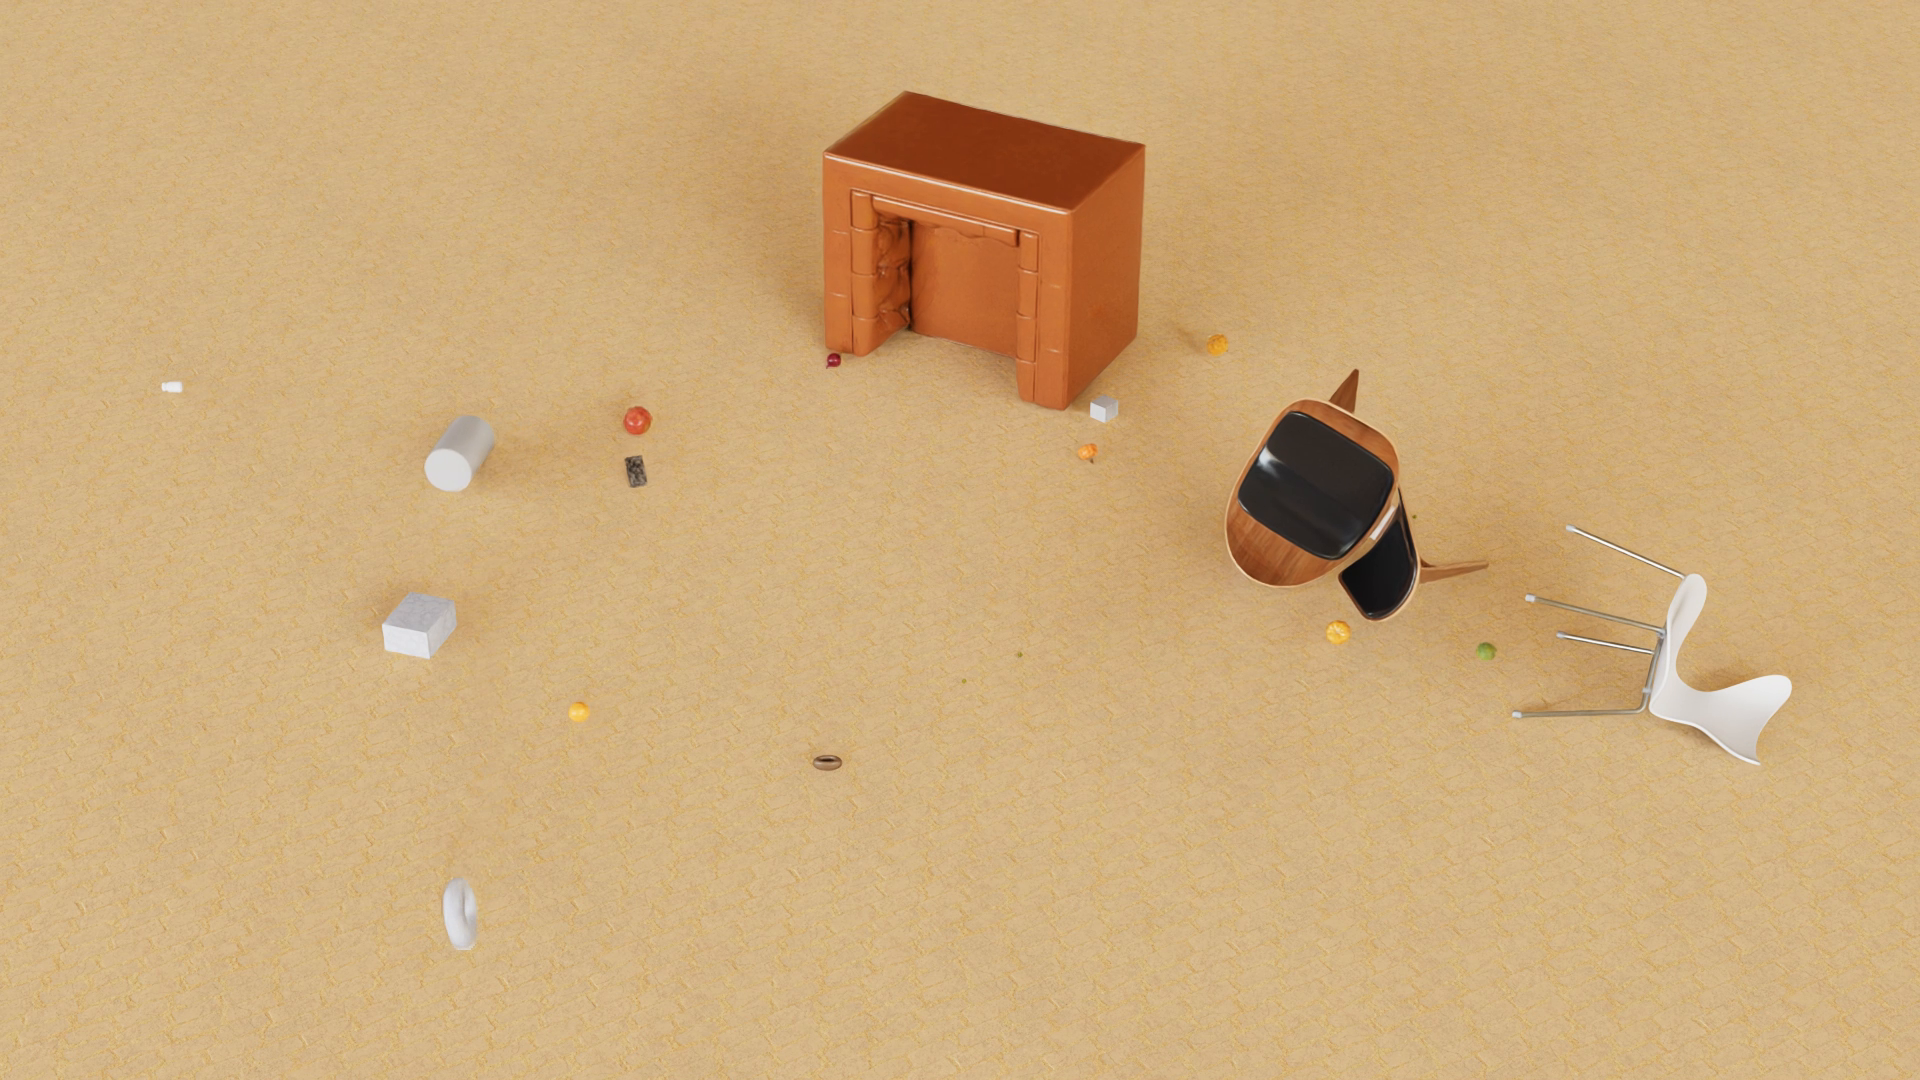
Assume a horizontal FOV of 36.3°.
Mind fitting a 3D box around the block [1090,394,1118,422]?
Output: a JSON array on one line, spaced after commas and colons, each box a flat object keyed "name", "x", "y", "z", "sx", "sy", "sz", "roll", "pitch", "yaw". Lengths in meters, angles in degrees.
[{"name": "block", "x": 0.575, "y": -0.523, "z": 11.679, "sx": 0.075, "sy": 0.066, "sz": 0.084, "roll": 26, "pitch": 41, "yaw": 34}]

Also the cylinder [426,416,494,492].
[{"name": "cylinder", "x": -1.921, "y": -0.333, "z": 11.274, "sx": 0.183, "sy": 0.199, "sz": 0.257, "roll": 34, "pitch": 34, "yaw": -9}]

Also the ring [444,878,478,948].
[{"name": "ring", "x": -1.534, "y": 1.145, "z": 9.004, "sx": 0.066, "sy": 0.217, "sz": 0.217, "roll": -8, "pitch": 15, "yaw": 4}]

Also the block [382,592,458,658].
[{"name": "block", "x": -1.913, "y": 0.301, "z": 10.385, "sx": 0.173, "sy": 0.112, "sz": 0.213, "roll": 10, "pitch": 35, "yaw": 15}]

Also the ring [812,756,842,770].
[{"name": "ring", "x": -0.442, "y": 0.743, "z": 9.784, "sx": 0.101, "sy": 0.036, "sz": 0.053, "roll": -1, "pitch": 35, "yaw": 0}]

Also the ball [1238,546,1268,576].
[{"name": "ball", "x": 1.068, "y": 0.078, "z": 10.726, "sx": 0.109, "sy": 0.109, "sz": 0.109, "roll": 0, "pitch": 33, "yaw": 0}]

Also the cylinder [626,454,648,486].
[{"name": "cylinder", "x": -1.244, "y": -0.266, "z": 11.262, "sx": 0.061, "sy": 0.116, "sz": 0.062, "roll": -10, "pitch": -10, "yaw": -15}]
